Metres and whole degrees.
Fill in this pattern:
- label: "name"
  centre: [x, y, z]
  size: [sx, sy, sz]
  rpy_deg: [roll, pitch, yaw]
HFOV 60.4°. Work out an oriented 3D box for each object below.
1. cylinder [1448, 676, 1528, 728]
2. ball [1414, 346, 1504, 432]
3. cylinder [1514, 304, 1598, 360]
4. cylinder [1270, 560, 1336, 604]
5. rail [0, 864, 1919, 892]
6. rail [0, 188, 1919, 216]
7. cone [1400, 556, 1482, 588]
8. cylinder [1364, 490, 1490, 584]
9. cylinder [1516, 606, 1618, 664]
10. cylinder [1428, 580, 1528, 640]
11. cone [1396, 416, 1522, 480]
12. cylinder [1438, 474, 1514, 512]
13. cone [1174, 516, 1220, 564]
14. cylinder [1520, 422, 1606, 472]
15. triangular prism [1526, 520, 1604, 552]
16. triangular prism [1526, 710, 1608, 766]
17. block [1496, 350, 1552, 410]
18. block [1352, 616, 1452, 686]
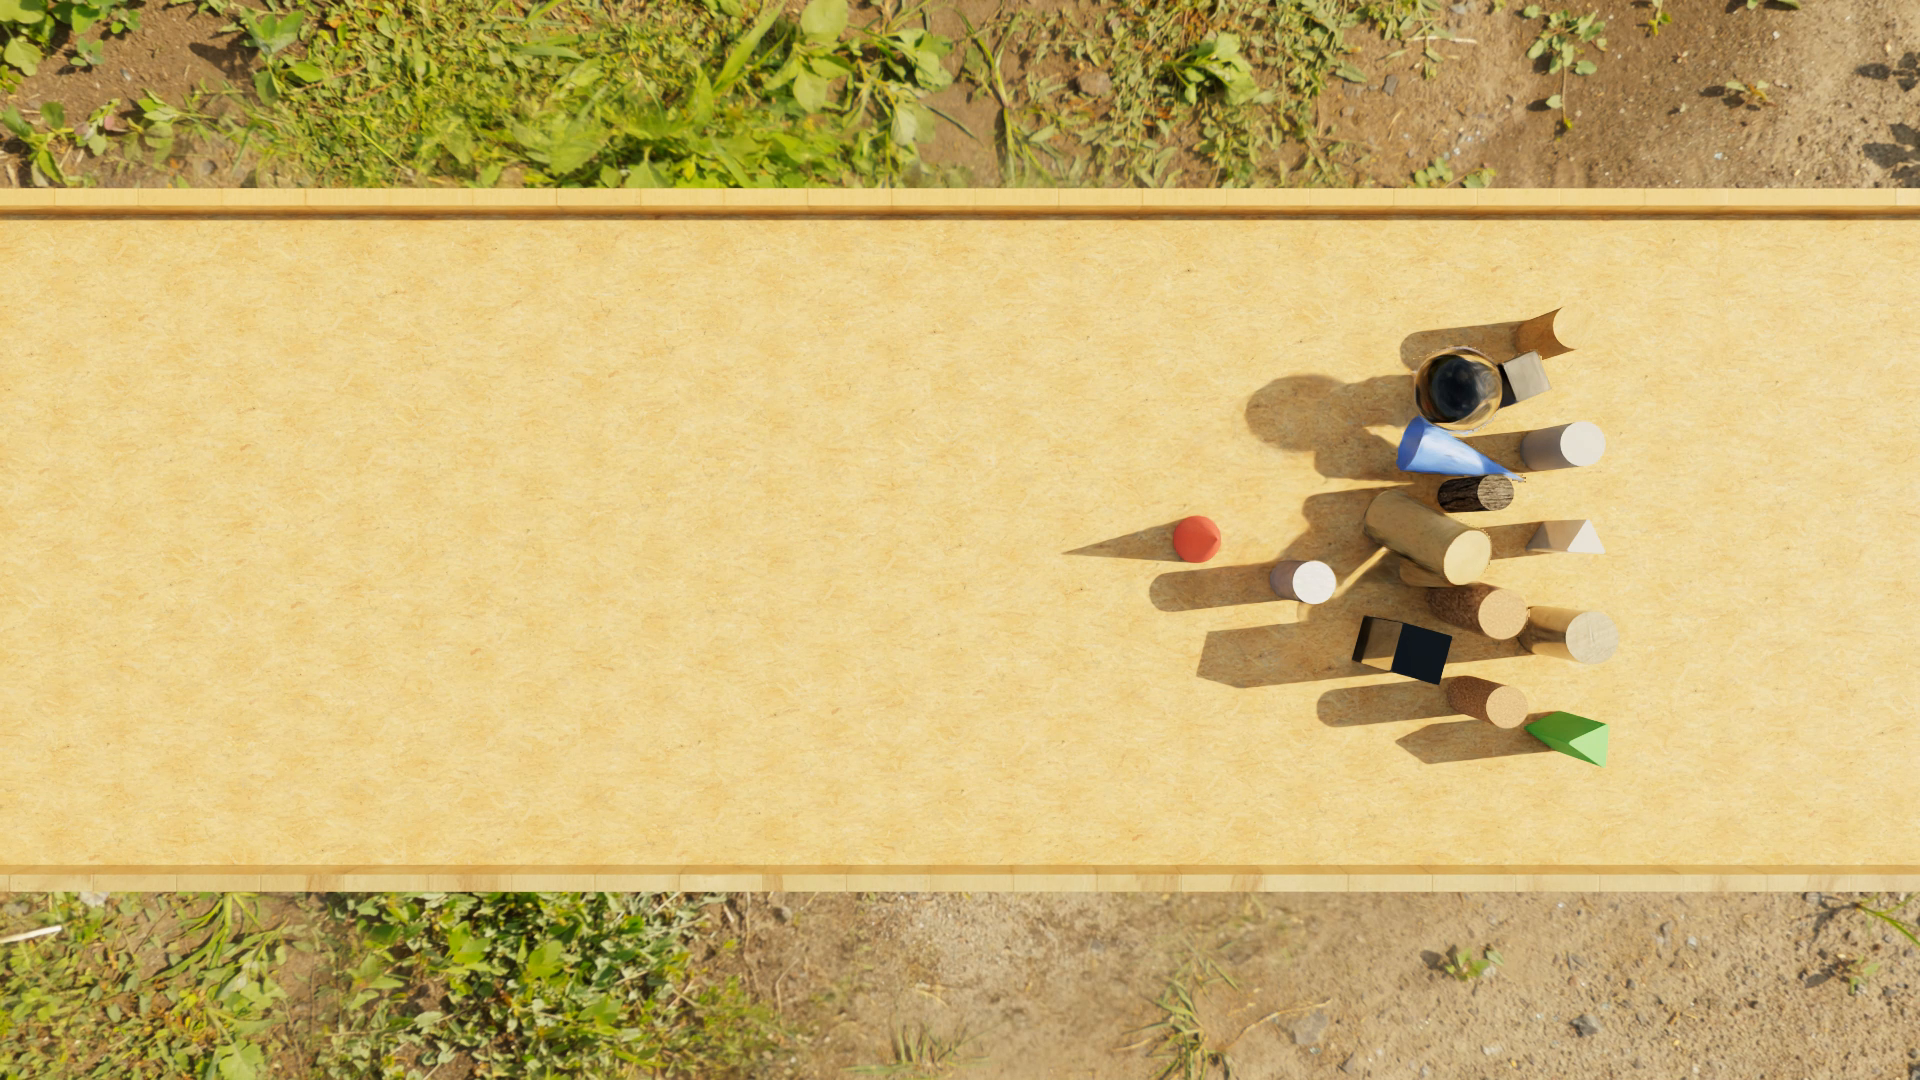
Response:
- label: "cylinder"
  centre: [1.559, 0.476, 4.887]
  size: [0.120, 0.379, 0.120]
  rpy_deg: [0, 90, 0]
- label: "ball"
  centre: [1.427, -0.431, 4.728]
  size: [0.247, 0.247, 0.247]
  rpy_deg: [0, 90, 0]
- label: "cylinder"
  centre: [1.771, -0.615, 4.910]
  size: [0.131, 0.333, 0.131]
  rpy_deg: [0, 90, 0]
- label: "cylinder"
  centre: [1.015, 0.122, 4.901]
  size: [0.123, 0.351, 0.123]
  rpy_deg: [0, 90, 0]
- label: "rail"
  centre: [-2.247, 1.025, 5.001]
  size: [12.000, 0.150, 0.050]
  rpy_deg: [0, 90, 0]
- label: "rail"
  centre: [-2.247, -1.025, 5.002]
  size: [12.000, 0.150, 0.050]
  rpy_deg: [0, 90, 0]
- label: "cone"
  centre: [1.457, 0.110, 4.898]
  size: [0.134, 0.330, 0.134]
  rpy_deg: [-4, 102, -18]
- label: "cylinder"
  centre: [1.376, -0.011, 4.878]
  size: [0.167, 0.365, 0.167]
  rpy_deg: [-10, 114, -23]
- label: "cylinder"
  centre: [1.785, 0.277, 4.866]
  size: [0.150, 0.420, 0.150]
  rpy_deg: [0, 90, 0]
- label: "cylinder"
  centre: [1.526, 0.195, 4.881]
  size: [0.144, 0.374, 0.144]
  rpy_deg: [-1, 95, -6]
- label: "cone"
  centre: [1.519, -0.234, 4.936]
  size: [0.371, 0.172, 0.172]
  rpy_deg: [17, 90, -5]
- label: "cylinder"
  centre: [1.522, -0.135, 4.880]
  size: [0.104, 0.394, 0.104]
  rpy_deg: [0, 90, 0]
- label: "cone"
  centre: [0.730, -0.002, 4.873]
  size: [0.148, 0.407, 0.148]
  rpy_deg: [0, 90, 0]
- label: "cylinder"
  centre: [1.788, -0.276, 4.905]
  size: [0.130, 0.344, 0.130]
  rpy_deg: [0, 90, 0]
- label: "triangular prism"
  centre: [1.797, -0.013, 4.901]
  size: [0.108, 0.350, 0.093]
  rpy_deg: [4, 90, 0]
- label: "triangular prism"
  centre: [1.818, 0.570, 4.889]
  size: [0.124, 0.375, 0.107]
  rpy_deg: [35, 90, 0]
- label: "block"
  centre: [1.577, -0.450, 4.888]
  size: [0.120, 0.358, 0.120]
  rpy_deg: [-22, 90, -16]
- label: "block"
  centre: [1.293, 0.319, 4.850]
  size: [0.143, 0.452, 0.143]
  rpy_deg: [15, 90, 0]
